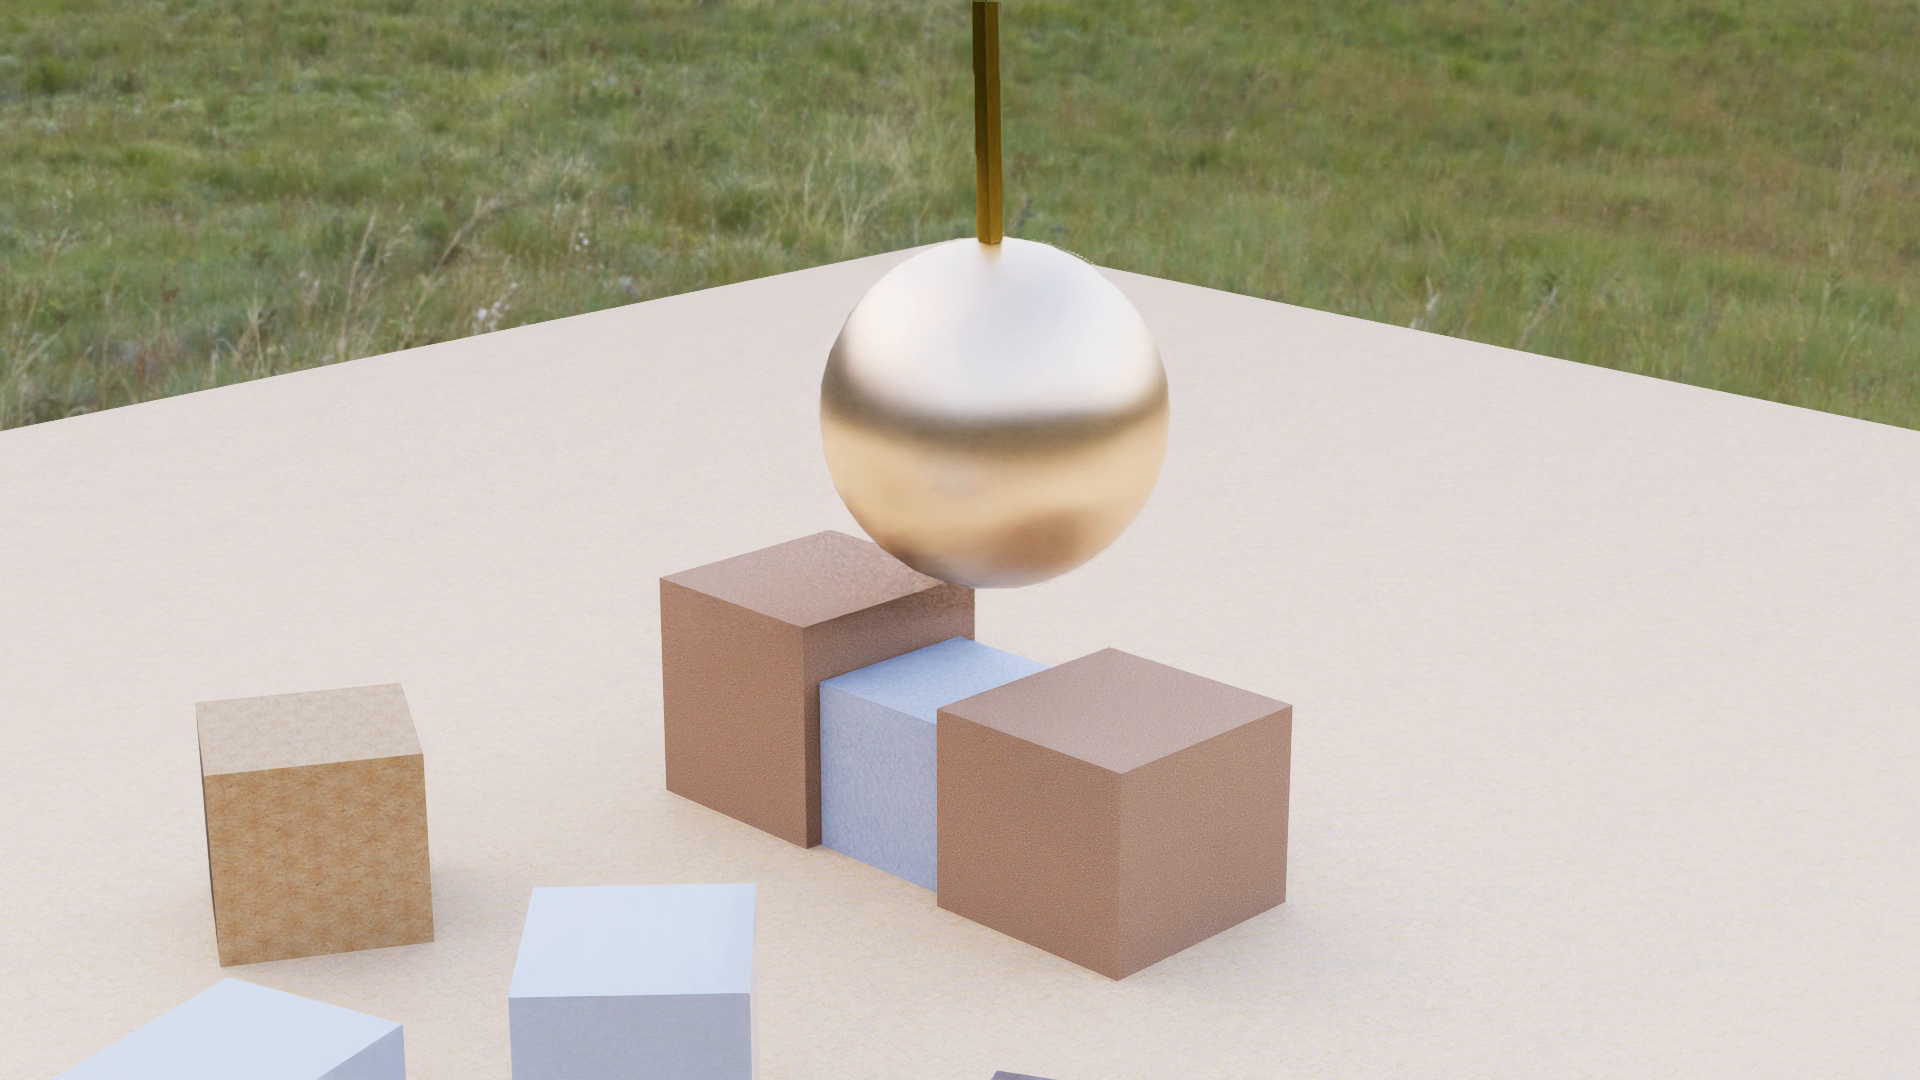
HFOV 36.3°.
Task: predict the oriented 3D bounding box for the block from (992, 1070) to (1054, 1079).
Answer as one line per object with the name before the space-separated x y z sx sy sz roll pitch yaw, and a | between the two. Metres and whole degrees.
block | 0.323 2.293 9.900 0.628 0.688 0.653 6 18 18

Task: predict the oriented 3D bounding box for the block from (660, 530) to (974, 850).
block | -0.687 0.698 14.291 1.114 1.099 1.032 -17 24 -42

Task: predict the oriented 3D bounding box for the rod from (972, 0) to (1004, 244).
rod | 0.068 -3.790 12.222 0.080 5.200 0.080 17 26 42

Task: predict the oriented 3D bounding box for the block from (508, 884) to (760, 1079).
block | -1.190 1.877 10.941 0.852 0.859 0.943 -1 17 -2

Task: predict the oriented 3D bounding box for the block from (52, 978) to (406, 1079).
block | -2.523 2.138 10.240 0.794 0.780 0.896 9 20 26

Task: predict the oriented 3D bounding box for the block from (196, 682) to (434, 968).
block | -2.853 1.238 12.937 0.909 0.881 0.908 -5 18 -16

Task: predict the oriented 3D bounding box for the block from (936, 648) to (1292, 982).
block | 0.680 1.182 13.009 1.082 0.944 1.133 16 24 42

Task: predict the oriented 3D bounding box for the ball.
ball | 0.157 -0.575 13.325 1.600 1.600 1.600 0 17 0

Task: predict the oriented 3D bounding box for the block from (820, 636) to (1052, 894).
block | -0.026 1.039 13.678 0.911 0.815 0.852 -17 24 -42
